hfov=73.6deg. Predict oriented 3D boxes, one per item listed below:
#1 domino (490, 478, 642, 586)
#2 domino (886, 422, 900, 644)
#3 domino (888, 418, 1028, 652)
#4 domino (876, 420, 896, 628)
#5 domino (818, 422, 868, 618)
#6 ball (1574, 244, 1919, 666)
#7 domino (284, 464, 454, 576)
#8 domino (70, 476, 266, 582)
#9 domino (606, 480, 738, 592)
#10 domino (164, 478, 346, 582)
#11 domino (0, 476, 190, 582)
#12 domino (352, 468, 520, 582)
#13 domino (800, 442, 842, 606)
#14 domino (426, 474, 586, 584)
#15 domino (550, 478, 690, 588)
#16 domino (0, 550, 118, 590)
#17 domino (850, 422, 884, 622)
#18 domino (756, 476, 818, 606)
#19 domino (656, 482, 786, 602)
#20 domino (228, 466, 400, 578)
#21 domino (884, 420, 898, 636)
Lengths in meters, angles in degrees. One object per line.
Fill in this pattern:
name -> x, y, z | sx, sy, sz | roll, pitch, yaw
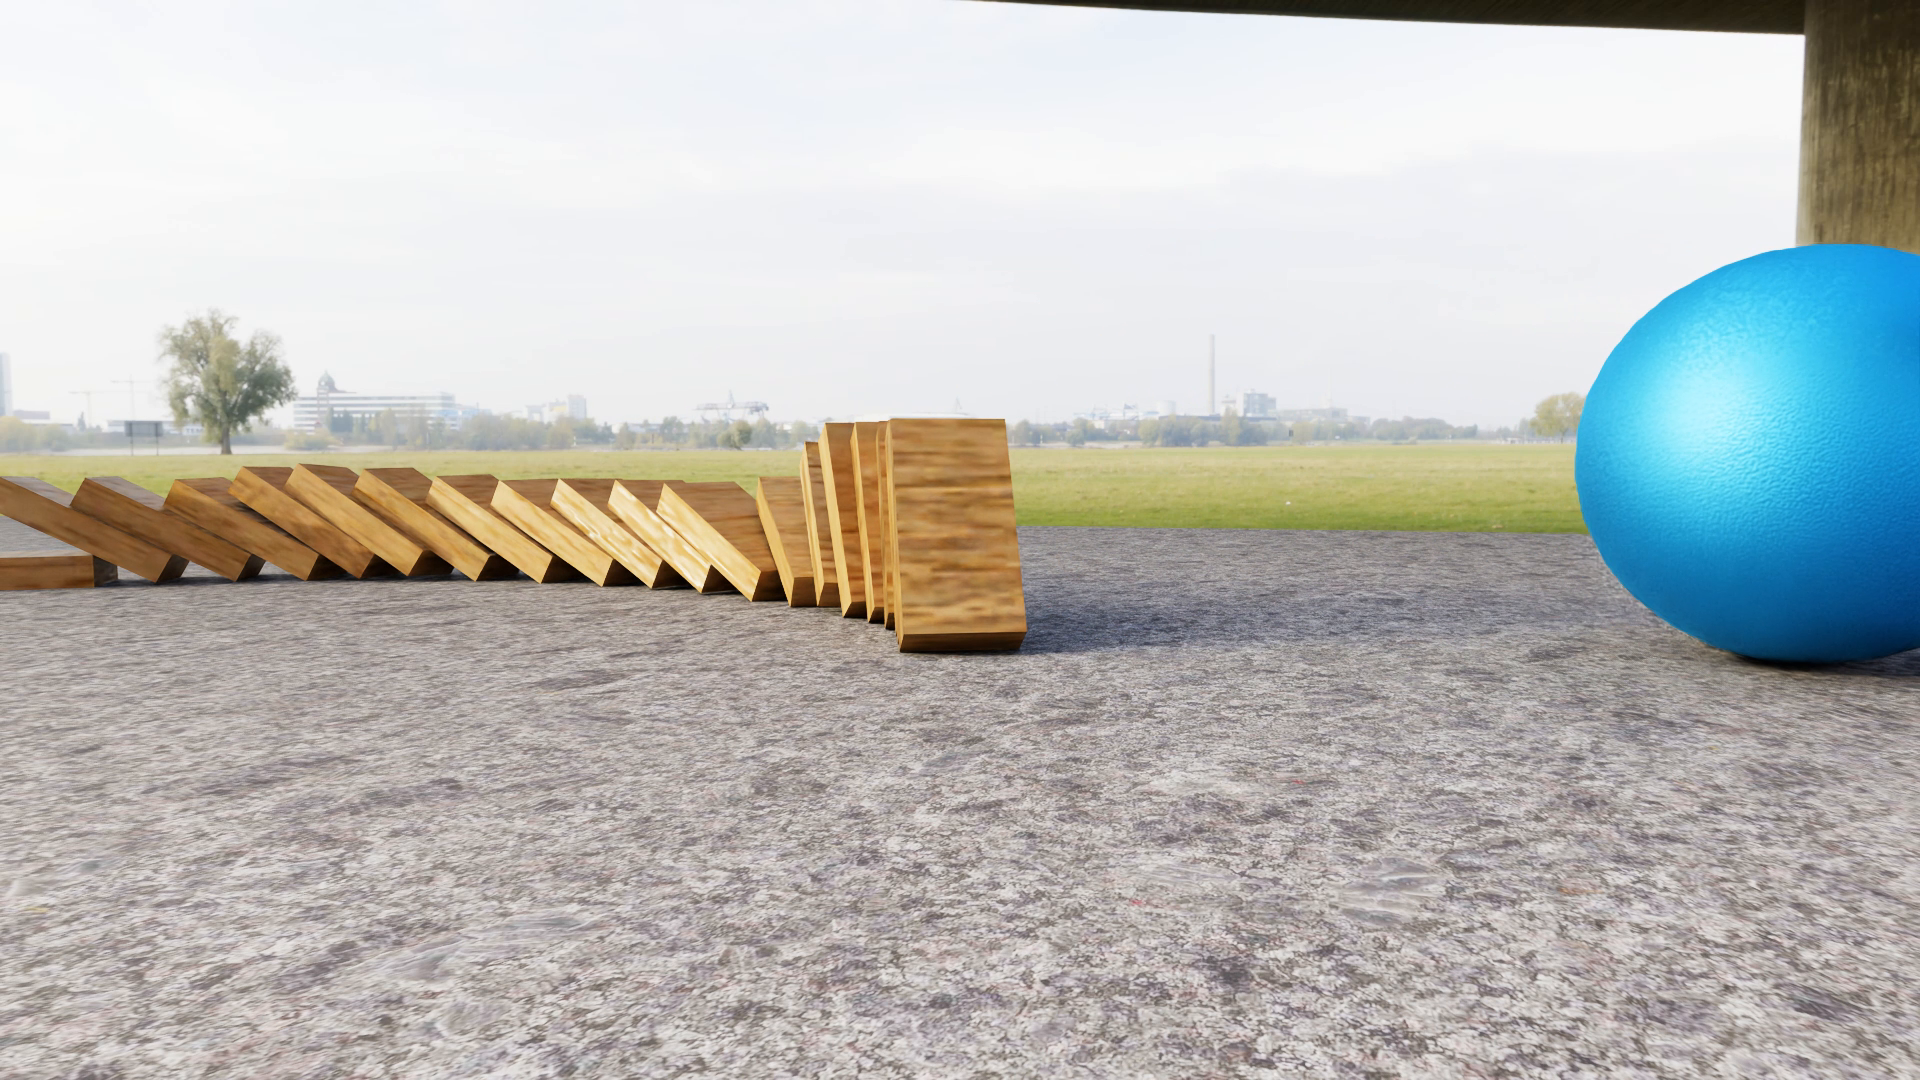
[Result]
domino -> -0.119, -0.003, 0.401 | 0.050, 0.009, 0.025 | 31, 17, 21
domino -> -0.002, -0.003, 0.282 | 0.025, 0.050, 0.009 | -1, -26, -8
domino -> -0.001, -0.002, 0.272 | 0.025, 0.050, 0.009 | -1, -26, -8
domino -> -0.006, -0.004, 0.304 | 0.025, 0.050, 0.009 | -1, -26, -8
domino -> -0.020, -0.006, 0.325 | 0.025, 0.050, 0.009 | -2, -26, -19
ball -> 0.162, -0.016, 0.247 | 0.080, 0.080, 0.080 | 0, 4, 0
domino -> -0.187, -0.006, 0.411 | 0.050, 0.010, 0.025 | 33, 5, 7
domino -> -0.245, -0.004, 0.401 | 0.050, 0.009, 0.025 | 28, -3, -14
domino -> -0.080, -0.002, 0.383 | 0.050, 0.010, 0.025 | 36, 24, 33
domino -> -0.222, -0.004, 0.410 | 0.050, 0.010, 0.025 | 28, 5, 0
domino -> -0.264, -0.003, 0.392 | 0.050, 0.010, 0.025 | 29, -6, -16
domino -> -0.166, -0.006, 0.411 | 0.050, 0.009, 0.025 | 33, 9, 7
domino -> -0.027, -0.005, 0.341 | 0.025, 0.009, 0.050 | 2, 48, -18
domino -> -0.142, -0.004, 0.408 | 0.050, 0.009, 0.025 | 32, 14, 16
domino -> -0.100, -0.003, 0.394 | 0.050, 0.009, 0.025 | 34, 20, 27
domino -> -0.285, 0.009, 0.384 | 0.050, 0.009, 0.025 | -2, 5, -19
domino -> -0.012, -0.005, 0.315 | 0.025, 0.050, 0.009 | -1, -26, -14
domino -> -0.039, -0.001, 0.355 | 0.025, 0.009, 0.050 | -1, 34, -21
domino -> -0.062, -0.001, 0.368 | 0.025, 0.009, 0.050 | -5, 33, -47
domino -> -0.204, -0.006, 0.411 | 0.050, 0.010, 0.025 | 33, 5, 2
domino -> -0.003, -0.003, 0.293 | 0.025, 0.050, 0.010 | -1, -26, -8
